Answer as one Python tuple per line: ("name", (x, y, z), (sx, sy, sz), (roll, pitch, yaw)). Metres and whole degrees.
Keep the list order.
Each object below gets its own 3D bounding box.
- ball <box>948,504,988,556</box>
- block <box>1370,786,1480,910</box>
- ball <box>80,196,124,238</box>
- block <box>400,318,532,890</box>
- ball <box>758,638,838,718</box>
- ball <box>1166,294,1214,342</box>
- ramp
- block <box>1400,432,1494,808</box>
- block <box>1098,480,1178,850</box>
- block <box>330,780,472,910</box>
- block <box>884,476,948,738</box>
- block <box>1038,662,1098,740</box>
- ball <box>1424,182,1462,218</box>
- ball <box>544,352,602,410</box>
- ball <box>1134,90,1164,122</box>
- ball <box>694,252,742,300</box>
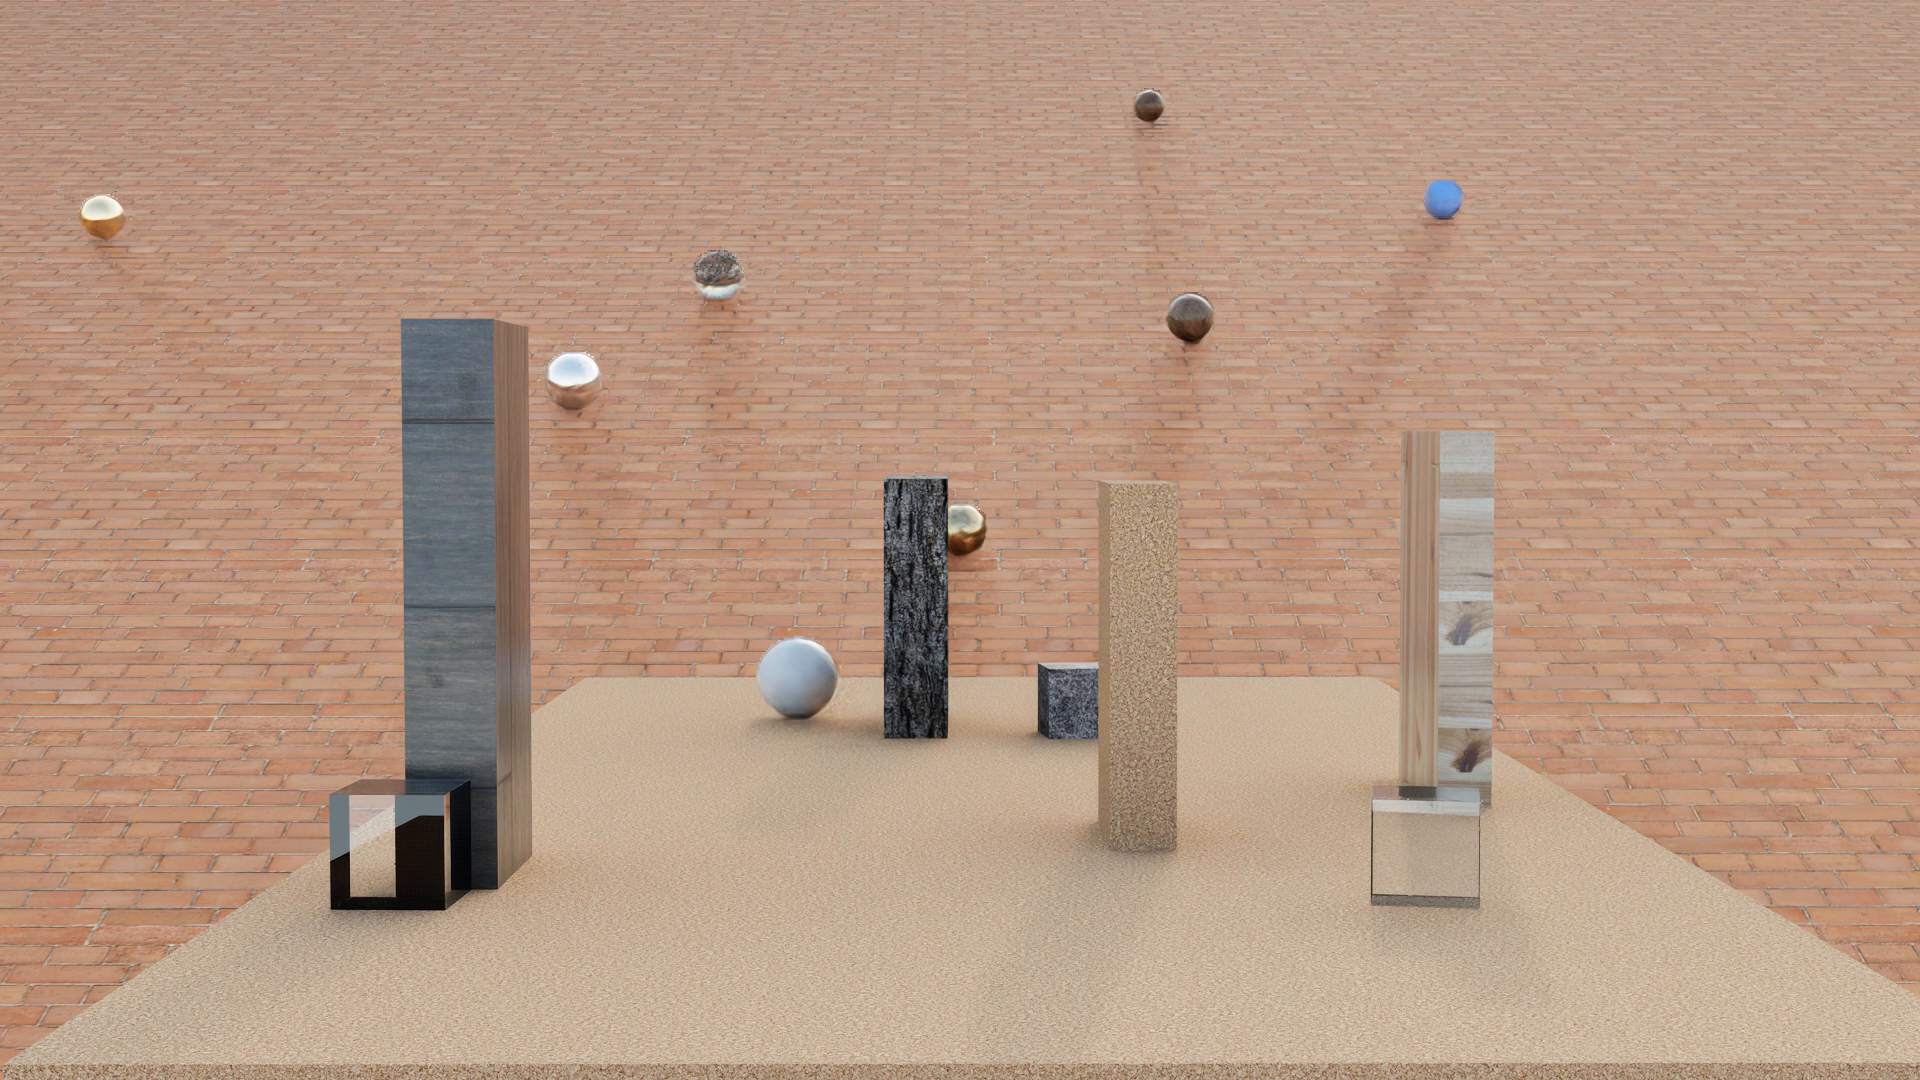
("ball", (0.003, -0.029, 7.466), (0.150, 0.150, 0.150), (0, 23, 0))
("block", (0.622, 0.408, 3.436), (0.140, 0.140, 0.140), (0, 2, 11))
("ball", (-3.474, -1.306, 10.428), (0.173, 0.173, 0.173), (0, 23, 0))
("block", (-0.692, 0.083, 3.633), (0.125, 0.775, 0.285), (0, 2, 0))
("ball", (-0.353, 0.301, 5.600), (0.174, 0.174, 0.174), (0, 23, 0))
("ball", (0.825, -0.798, 9.241), (0.169, 0.169, 0.169), (0, 23, 0))
("ramp", (0.053, 0.482, 4.539), (2.000, 0.100, 4.000), (0, 2, 0))
("block", (0.836, 0.124, 4.440), (0.089, 0.623, 0.372), (0, 2, 0))
("block", (0.272, 0.183, 3.972), (0.100, 0.545, 0.306), (0, 2, 0))
("block", (-0.743, 0.404, 3.428), (0.151, 0.151, 0.151), (0, 2, 2))
("block", (-0.090, 0.131, 5.438), (0.130, 0.528, 0.435), (0, 2, 0))
("block", (0.242, 0.329, 5.296), (0.143, 0.143, 0.143), (0, 2, -8))
("ball", (2.007, -1.413, 10.700), (0.155, 0.155, 0.155), (0, 23, 0))
("ball", (-1.289, -0.529, 8.586), (0.190, 0.190, 0.190), (0, 23, 0))
("ball", (0.899, -2.061, 12.226), (0.147, 0.147, 0.147), (0, 23, 0))
("ball", (-0.909, -0.993, 9.679), (0.185, 0.185, 0.185), (0, 23, 0))
